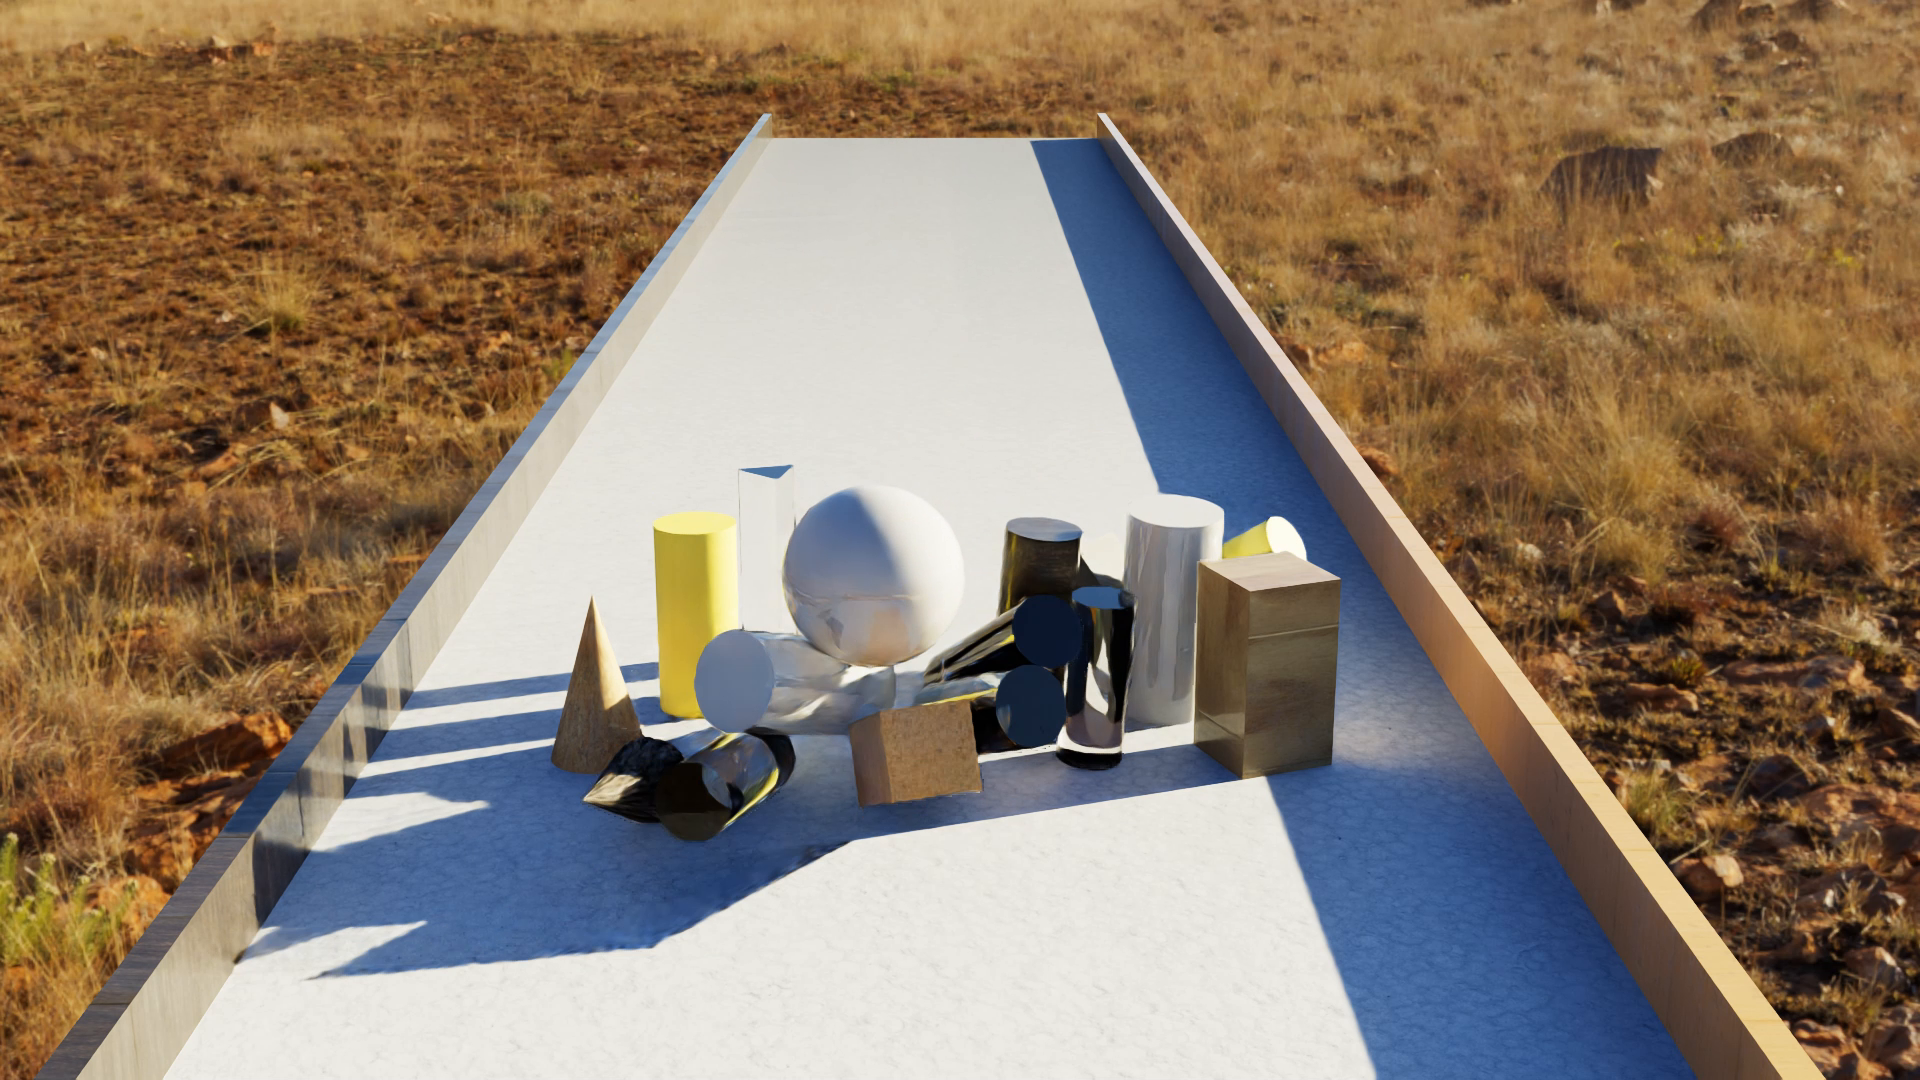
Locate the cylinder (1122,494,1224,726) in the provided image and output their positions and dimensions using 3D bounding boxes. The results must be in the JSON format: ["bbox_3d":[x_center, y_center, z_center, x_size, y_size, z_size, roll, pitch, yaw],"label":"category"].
[{"bbox_3d":[0.388,0.129,4.088,0.178,0.389,0.178,2,20,-1],"label":"cylinder"}]

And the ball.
[{"bbox_3d":[-0.143,0.059,3.637,0.305,0.305,0.305,0,17,0],"label":"ball"}]

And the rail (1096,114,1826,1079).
[{"bbox_3d":[0.932,-0.844,7.801,0.050,0.150,12.000,0,17,-1],"label":"rail"}]

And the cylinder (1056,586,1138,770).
[{"bbox_3d":[0.240,0.243,3.868,0.116,0.301,0.116,4,18,-1],"label":"cylinder"}]

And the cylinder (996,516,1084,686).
[{"bbox_3d":[0.140,0.143,4.112,0.145,0.346,0.145,5,18,-2],"label":"cylinder"}]

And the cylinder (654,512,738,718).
[{"bbox_3d":[-0.492,0.140,4.127,0.153,0.359,0.153,0,17,0],"label":"cylinder"}]

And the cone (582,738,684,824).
[{"bbox_3d":[-0.539,0.393,3.458,0.142,0.142,0.381,2,-1,7],"label":"cone"}]

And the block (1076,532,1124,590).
[{"bbox_3d":[0.198,0.128,4.252,0.115,0.115,0.326,-23,-14,-45],"label":"block"}]

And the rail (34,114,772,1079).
[{"bbox_3d":[-1.118,-0.838,7.780,0.050,0.150,12.000,0,17,-1],"label":"rail"}]

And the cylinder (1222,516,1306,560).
[{"bbox_3d":[0.456,0.103,4.260,0.453,0.116,0.116,-31,-4,36],"label":"cylinder"}]

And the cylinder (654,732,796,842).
[{"bbox_3d":[-0.379,0.390,3.593,0.127,0.127,0.341,4,7,12],"label":"cylinder"}]

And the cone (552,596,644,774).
[{"bbox_3d":[-0.643,0.239,3.890,0.174,0.304,0.174,0,17,0],"label":"cone"}]

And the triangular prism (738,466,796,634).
[{"bbox_3d":[-0.366,0.043,4.411,0.112,0.382,0.097,15,22,41],"label":"triangular prism"}]

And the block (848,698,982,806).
[{"bbox_3d":[-0.078,0.346,3.538,0.139,0.139,0.405,-7,-6,-11],"label":"block"}]

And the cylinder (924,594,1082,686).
[{"bbox_3d":[0.070,0.211,3.927,0.129,0.129,0.435,-7,-12,-23],"label":"cylinder"}]

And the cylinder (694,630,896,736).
[{"bbox_3d":[-0.273,0.244,3.709,0.169,0.169,0.331,12,2,35],"label":"cylinder"}]

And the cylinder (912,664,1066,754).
[{"bbox_3d":[0.046,0.299,3.793,0.139,0.139,0.303,-10,-3,-30],"label":"cylinder"}]

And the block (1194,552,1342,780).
[{"bbox_3d":[0.540,0.218,3.887,0.180,0.345,0.180,-7,18,-22],"label":"block"}]
